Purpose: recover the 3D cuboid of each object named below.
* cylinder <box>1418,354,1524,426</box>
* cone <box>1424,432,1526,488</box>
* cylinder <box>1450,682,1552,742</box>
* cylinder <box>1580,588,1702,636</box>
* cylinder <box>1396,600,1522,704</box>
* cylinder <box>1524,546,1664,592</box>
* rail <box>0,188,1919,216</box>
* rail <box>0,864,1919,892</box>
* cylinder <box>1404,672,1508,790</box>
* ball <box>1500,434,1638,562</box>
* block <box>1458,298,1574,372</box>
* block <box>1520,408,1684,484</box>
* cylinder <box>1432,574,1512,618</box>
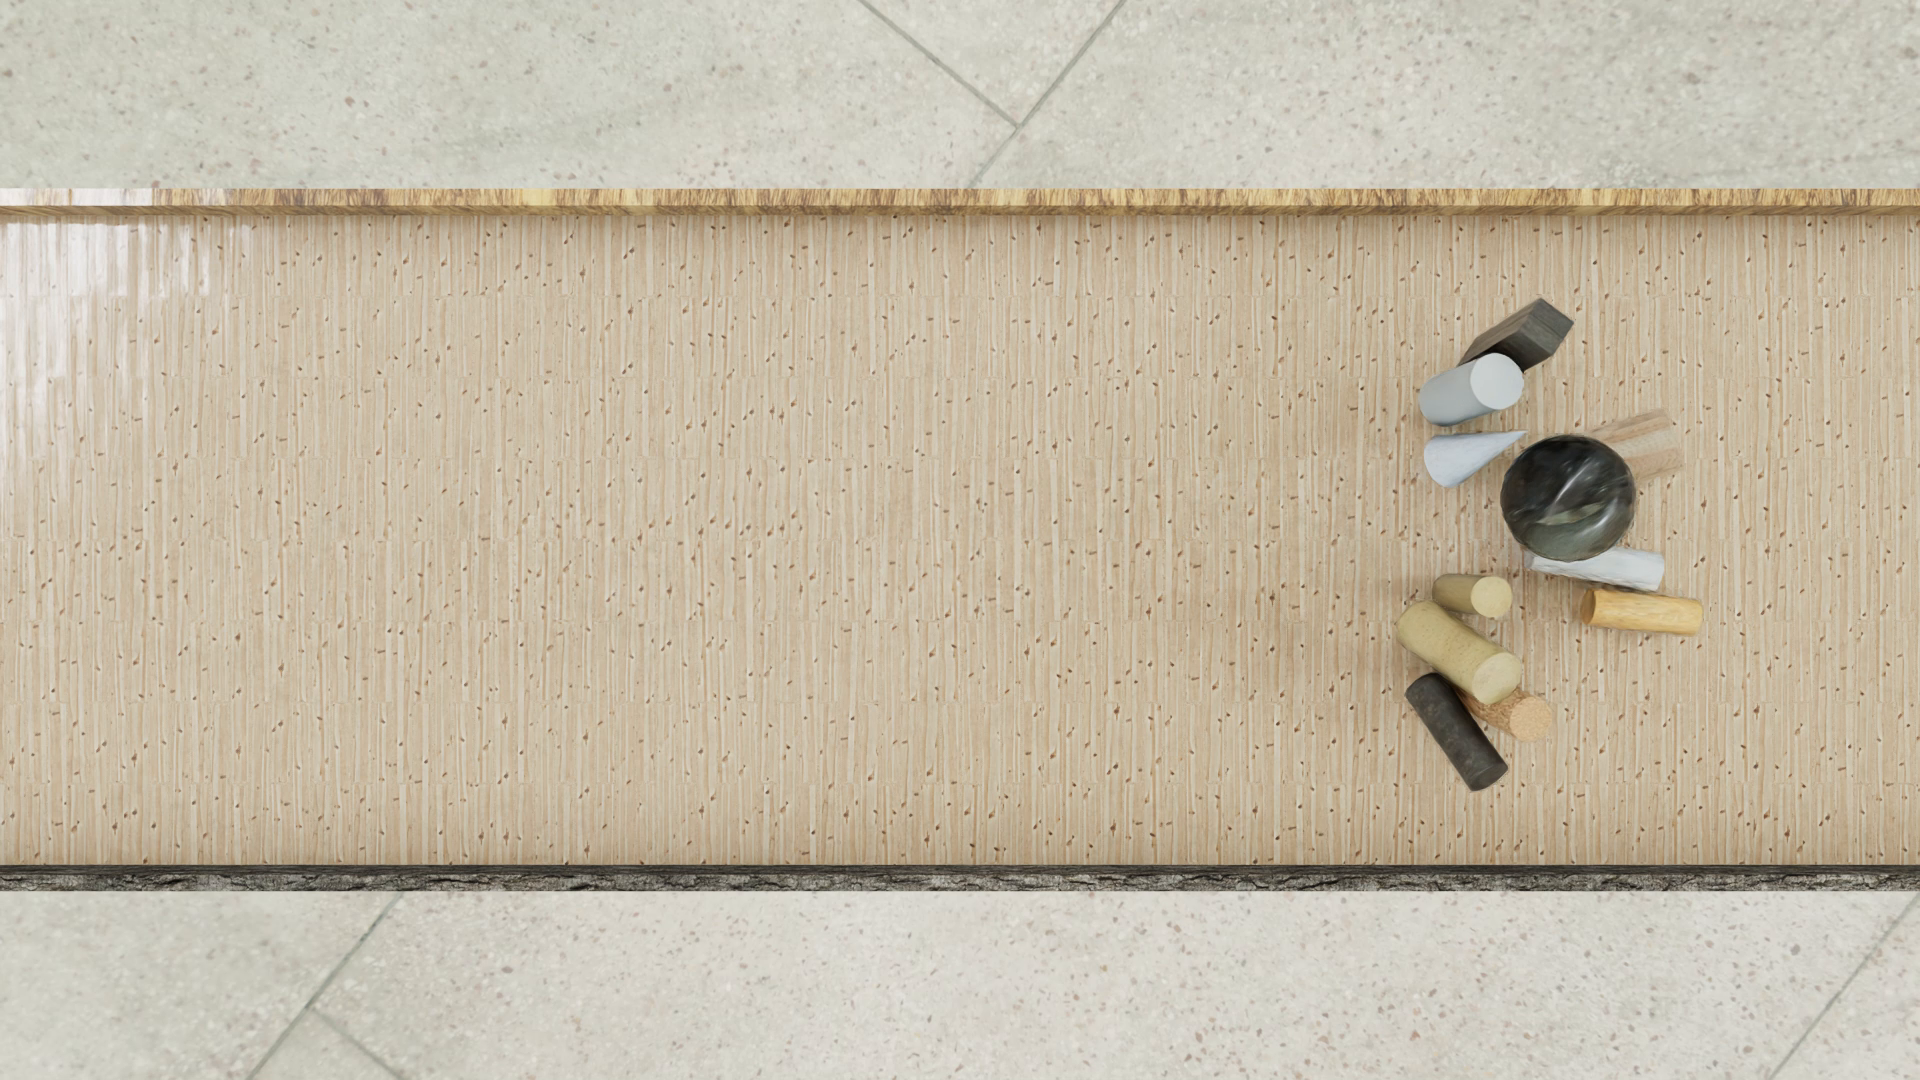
[{"bbox_3d":[1.511,-0.441,4.894,0.162,0.341,0.162,1,85,-9],"label":"cylinder"},{"bbox_3d":[1.557,-0.277,4.882,0.167,0.353,0.167,5,76,-23],"label":"cone"},{"bbox_3d":[1.593,0.483,4.876,0.130,0.381,0.130,-1,99,-9],"label":"cylinder"},{"bbox_3d":[2.072,0.219,5.020,0.322,0.113,0.113,6,90,0],"label":"cylinder"},{"bbox_3d":[1.466,0.327,4.869,0.163,0.385,0.163,-8,114,-18],"label":"cylinder"},{"bbox_3d":[1.924,0.066,5.013,0.381,0.114,0.114,10,90,2],"label":"cylinder"},{"bbox_3d":[-2.247,-1.025,5.002,12.000,0.150,0.050,0,90,0],"label":"rail"},{"bbox_3d":[-2.247,1.025,5.001,12.000,0.150,0.050,0,90,0],"label":"rail"},{"bbox_3d":[1.478,0.569,4.922,0.128,0.128,0.350,-28,54,0],"label":"cylinder"},{"bbox_3d":[1.733,-0.119,4.702,0.366,0.366,0.366,0,90,0],"label":"ball"},{"bbox_3d":[1.626,-0.569,4.854,0.121,0.428,0.121,36,79,-1],"label":"block"},{"bbox_3d":[1.901,-0.238,4.900,0.424,0.166,0.166,-18,95,24],"label":"block"},{"bbox_3d":[1.510,0.161,4.881,0.118,0.391,0.118,0,90,0],"label":"cylinder"}]
